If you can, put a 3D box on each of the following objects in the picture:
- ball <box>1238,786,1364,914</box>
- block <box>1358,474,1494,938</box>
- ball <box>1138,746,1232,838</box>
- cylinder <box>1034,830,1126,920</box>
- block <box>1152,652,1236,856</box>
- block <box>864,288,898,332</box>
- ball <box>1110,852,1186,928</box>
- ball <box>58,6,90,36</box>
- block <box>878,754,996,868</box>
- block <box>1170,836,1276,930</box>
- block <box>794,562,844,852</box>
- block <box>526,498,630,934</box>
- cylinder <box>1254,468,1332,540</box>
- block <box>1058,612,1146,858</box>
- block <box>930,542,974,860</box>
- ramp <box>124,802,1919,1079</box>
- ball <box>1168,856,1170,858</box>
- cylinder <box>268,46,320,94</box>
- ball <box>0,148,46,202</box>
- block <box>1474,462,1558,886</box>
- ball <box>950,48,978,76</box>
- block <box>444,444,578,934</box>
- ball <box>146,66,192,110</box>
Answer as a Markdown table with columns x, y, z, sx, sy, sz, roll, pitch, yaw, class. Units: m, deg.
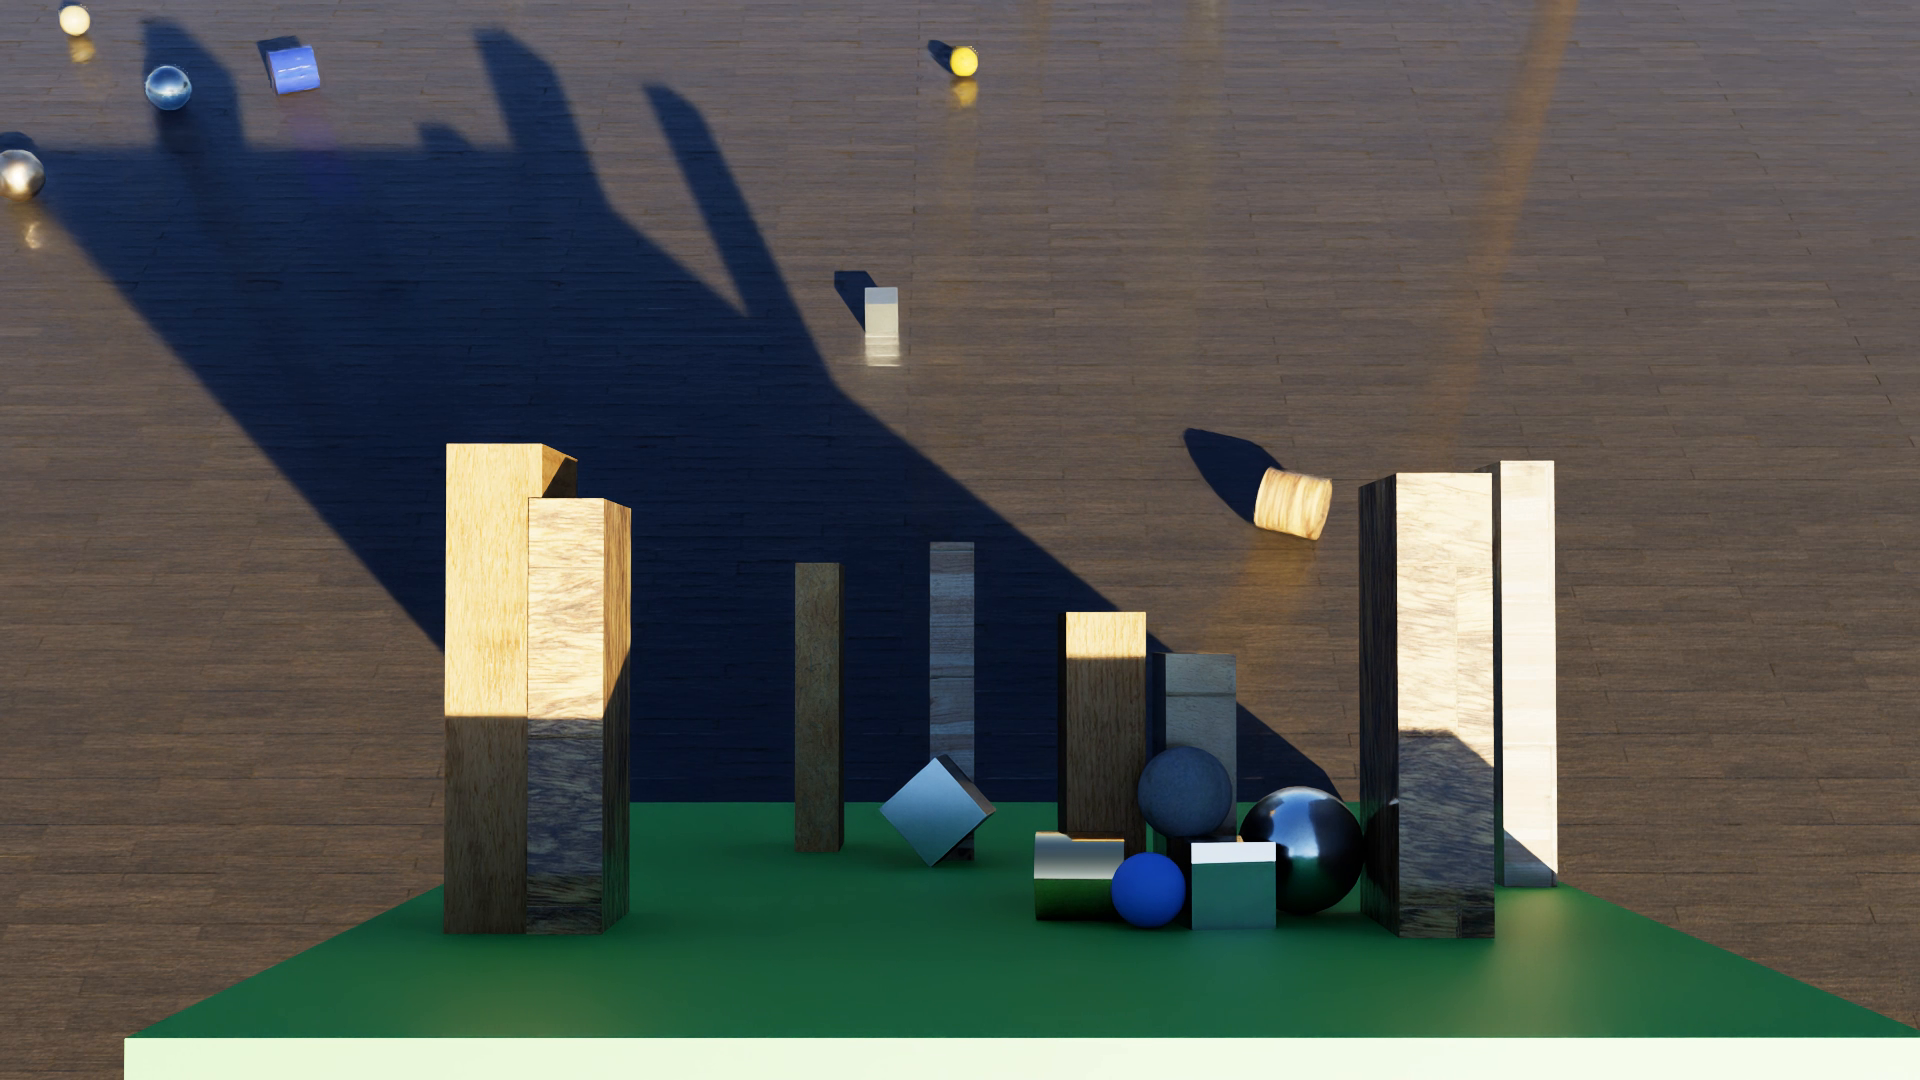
| x | y | z | sx | sy | sz | roll | pitch | yaw | class |
| --- | --- | --- | --- | --- | --- | --- | --- | --- | --- |
| 0.542 | 0.494 | 4.139 | 0.203 | 0.203 | 0.203 | 0 | 36 | 0 | ball |
| 0.714 | 0.249 | 4.004 | 0.139 | 0.682 | 0.371 | 0 | -2 | 0 | block |
| 0.353 | 0.399 | 4.086 | 0.150 | 0.150 | 0.150 | 0 | 36 | 0 | ball |
| 0.188 | 0.523 | 4.059 | 0.138 | 0.138 | 0.138 | 0 | 36 | 5 | cylinder |
| 0.386 | 0.394 | 4.306 | 0.113 | 0.413 | 0.290 | 0 | -2 | 0 | block |
| -0.271 | -0.795 | 8.977 | 0.112 | 0.112 | 0.112 | -1 | 36 | -1 | block |
| 0.286 | 0.531 | 3.939 | 0.115 | 0.115 | 0.115 | 0 | 36 | 0 | ball |
| -3.712 | -2.179 | 10.896 | 0.124 | 0.124 | 0.124 | 0 | 36 | 0 | ball |
| -0.041 | 0.522 | 5.028 | 0.148 | 0.148 | 0.148 | -43 | 83 | 5 | block |
| 0.402 | 0.524 | 3.984 | 0.130 | 0.130 | 0.130 | 0 | -2 | -9 | block |
| -0.293 | 0.347 | 5.446 | 0.089 | 0.590 | 0.260 | 0 | -2 | 0 | block |
| -0.587 | 0.267 | 4.026 | 0.111 | 0.647 | 0.320 | 0 | -2 | 0 | block |
| 1.020 | -0.112 | 7.961 | 0.186 | 0.186 | 0.186 | 14 | 38 | 18 | cylinder |
| 0.233 | 0.362 | 4.328 | 0.126 | 0.480 | 0.386 | 0 | -2 | 0 | block |
| -0.016 | 0.321 | 5.239 | 0.087 | 0.626 | 0.253 | 0 | -2 | 0 | block |
| 0.079 | 0.671 | 4.864 | 2.000 | 0.100 | 4.000 | 0 | -2 | 0 | ramp |
| 0.369 | 0.538 | 4.101 | 0.111 | 0.111 | 0.111 | 0 | 36 | 0 | ball |
| -2.681 | -1.889 | 10.452 | 0.170 | 0.170 | 0.170 | -13 | 38 | -18 | cylinder |
| -3.516 | -1.361 | 9.694 | 0.195 | 0.195 | 0.195 | 0 | 36 | 0 | ball |
| 1.004 | 0.240 | 4.710 | 0.093 | 0.751 | 0.247 | 0 | -2 | 0 | block |
| 0.014 | -1.945 | 10.575 | 0.117 | 0.117 | 0.117 | 0 | 36 | 0 | ball |
| -0.697 | 0.227 | 4.055 | 0.142 | 0.730 | 0.357 | 0 | -2 | 0 | block |
| -3.142 | -1.794 | 10.316 | 0.173 | 0.173 | 0.173 | 0 | 36 | 0 | ball |
